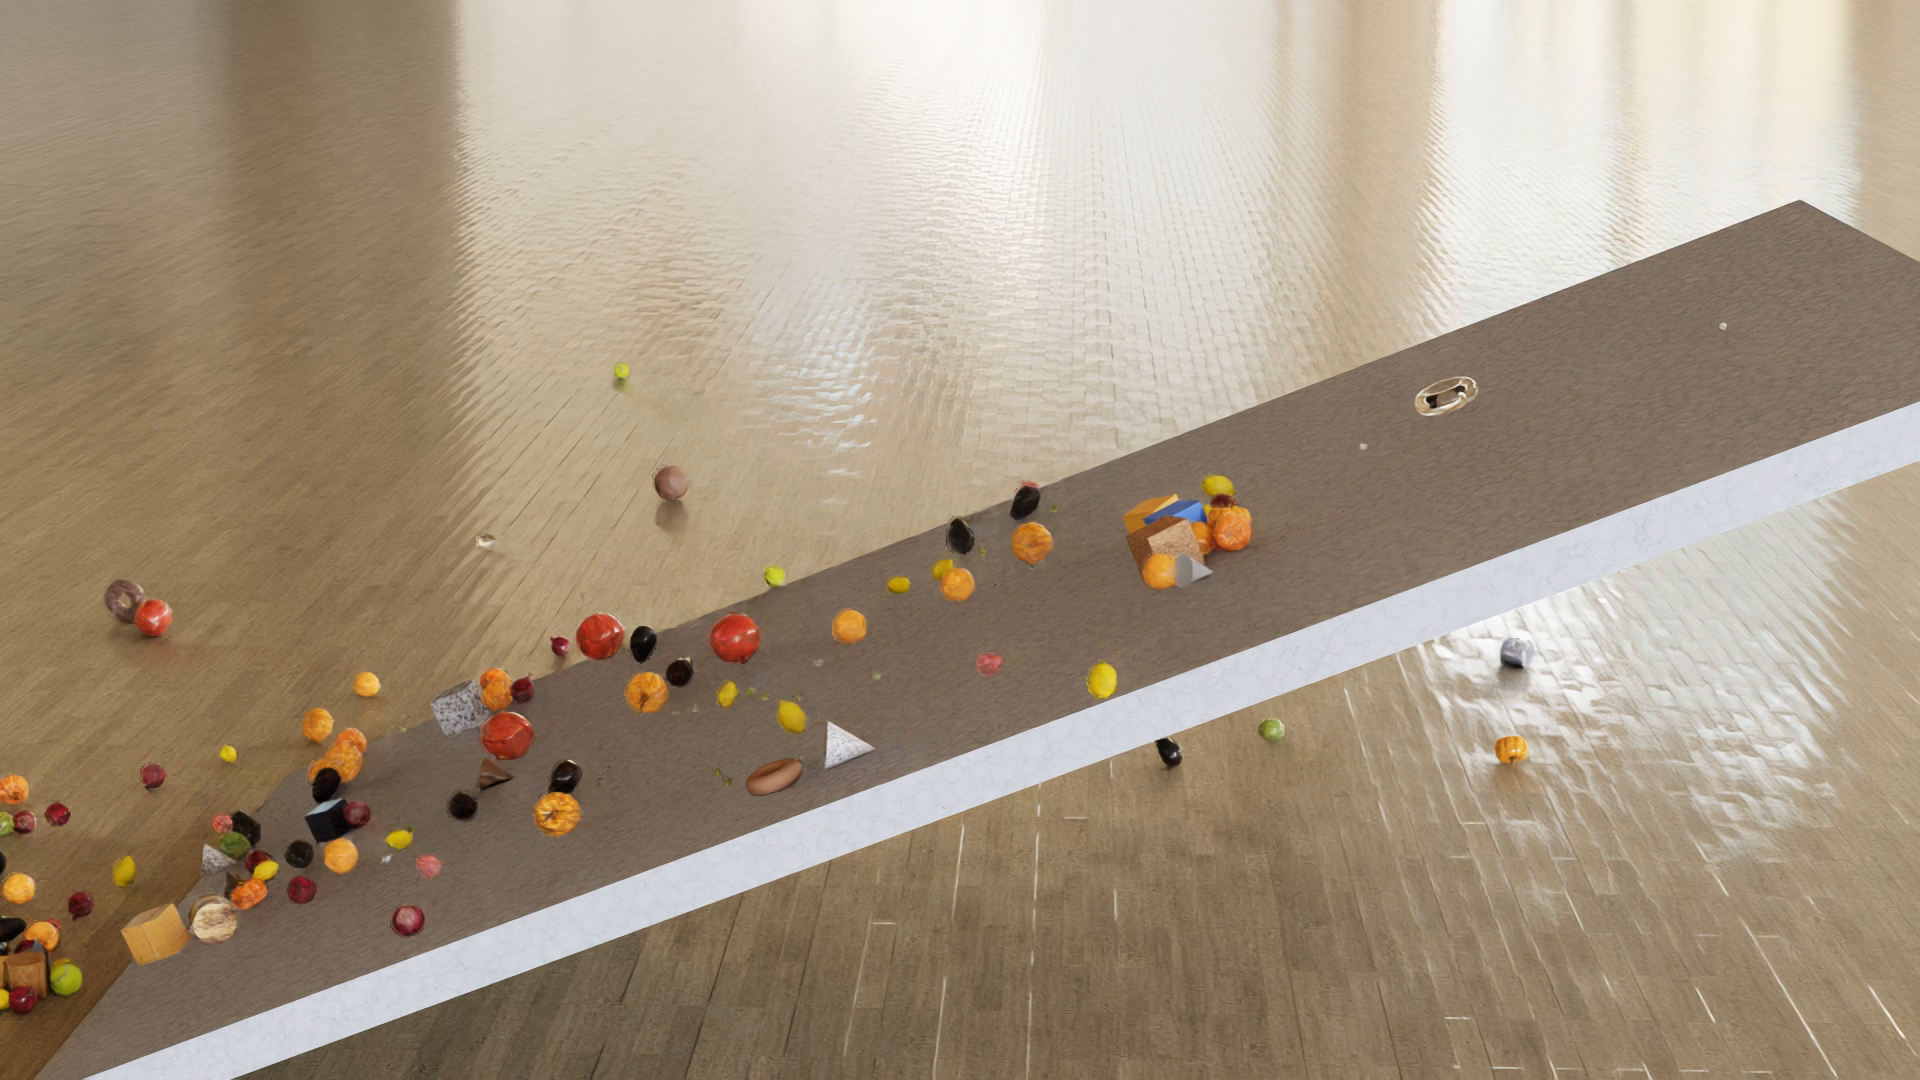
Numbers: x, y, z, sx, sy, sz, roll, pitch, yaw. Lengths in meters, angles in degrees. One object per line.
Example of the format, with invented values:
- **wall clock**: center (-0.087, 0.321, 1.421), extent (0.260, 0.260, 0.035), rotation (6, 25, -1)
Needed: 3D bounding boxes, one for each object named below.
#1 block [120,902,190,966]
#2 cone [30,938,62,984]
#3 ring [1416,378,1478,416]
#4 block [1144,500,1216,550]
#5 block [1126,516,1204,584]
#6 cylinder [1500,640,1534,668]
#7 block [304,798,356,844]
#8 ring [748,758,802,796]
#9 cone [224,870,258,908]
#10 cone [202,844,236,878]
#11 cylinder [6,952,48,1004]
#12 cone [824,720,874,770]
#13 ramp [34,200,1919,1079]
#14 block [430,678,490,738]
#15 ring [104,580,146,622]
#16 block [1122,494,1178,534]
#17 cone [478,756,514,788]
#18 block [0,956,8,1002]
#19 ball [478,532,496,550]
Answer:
- **block**: center (-1.700, 0.834, 6.217), extent (0.087, 0.087, 0.087), rotation (-19, 12, 15)
- **cone**: center (-2.008, 0.910, 6.405), extent (0.093, 0.093, 0.093), rotation (0, 14, 0)
- **ring**: center (1.057, -0.312, 6.392), extent (0.143, 0.048, 0.143), rotation (-21, 13, 5)
- **block**: center (0.454, -0.021, 6.086), extent (0.091, 0.091, 0.091), rotation (-27, 13, -22)
- **block**: center (0.416, 0.019, 5.963), extent (0.099, 0.099, 0.099), rotation (-27, 13, -20)
- **cylinder**: center (1.662, 0.338, 8.786), extent (0.073, 0.073, 0.073), rotation (11, 17, 38)
- **block**: center (-1.421, 0.633, 6.638), extent (0.069, 0.069, 0.069), rotation (-15, 14, 31)
- **ring**: center (-0.353, 0.451, 5.598), extent (0.111, 0.037, 0.111), rotation (-21, 13, 5)
- **cone**: center (-1.574, 0.750, 6.375), extent (0.080, 0.080, 0.080), rotation (-21, 12, 5)
- **cone**: center (-1.697, 0.738, 6.756), extent (0.078, 0.078, 0.078), rotation (3, 13, -9)
- **cylinder**: center (-2.002, 0.938, 6.309), extent (0.084, 0.084, 0.084), rotation (0, 14, 0)
- **cone**: center (-0.208, 0.393, 5.577), extent (0.096, 0.096, 0.096), rotation (4, 13, -6)
- **ramp**: center (0.123, 0.174, 6.291), extent (4.000, 0.100, 2.000), rotation (-21, 12, 7)
- **block**: center (-1.223, 0.411, 7.193), extent (0.096, 0.096, 0.096), rotation (-21, 12, 8)
- **ring**: center (-2.621, 0.192, 9.242), extent (0.143, 0.143, 0.048), rotation (4, 20, 17)
- **block**: center (0.416, -0.034, 6.224), extent (0.087, 0.087, 0.087), rotation (-11, 16, 43)
- **cone**: center (-1.016, 0.521, 6.494), extent (0.072, 0.072, 0.072), rotation (13, 15, 4)
- **block**: center (-2.087, 0.942, 6.300), extent (0.080, 0.080, 0.080), rotation (3, 14, 11)
- **ball**: center (-1.634, 0.006, 10.171), extent (0.060, 0.060, 0.060), rotation (0, 14, 0)
